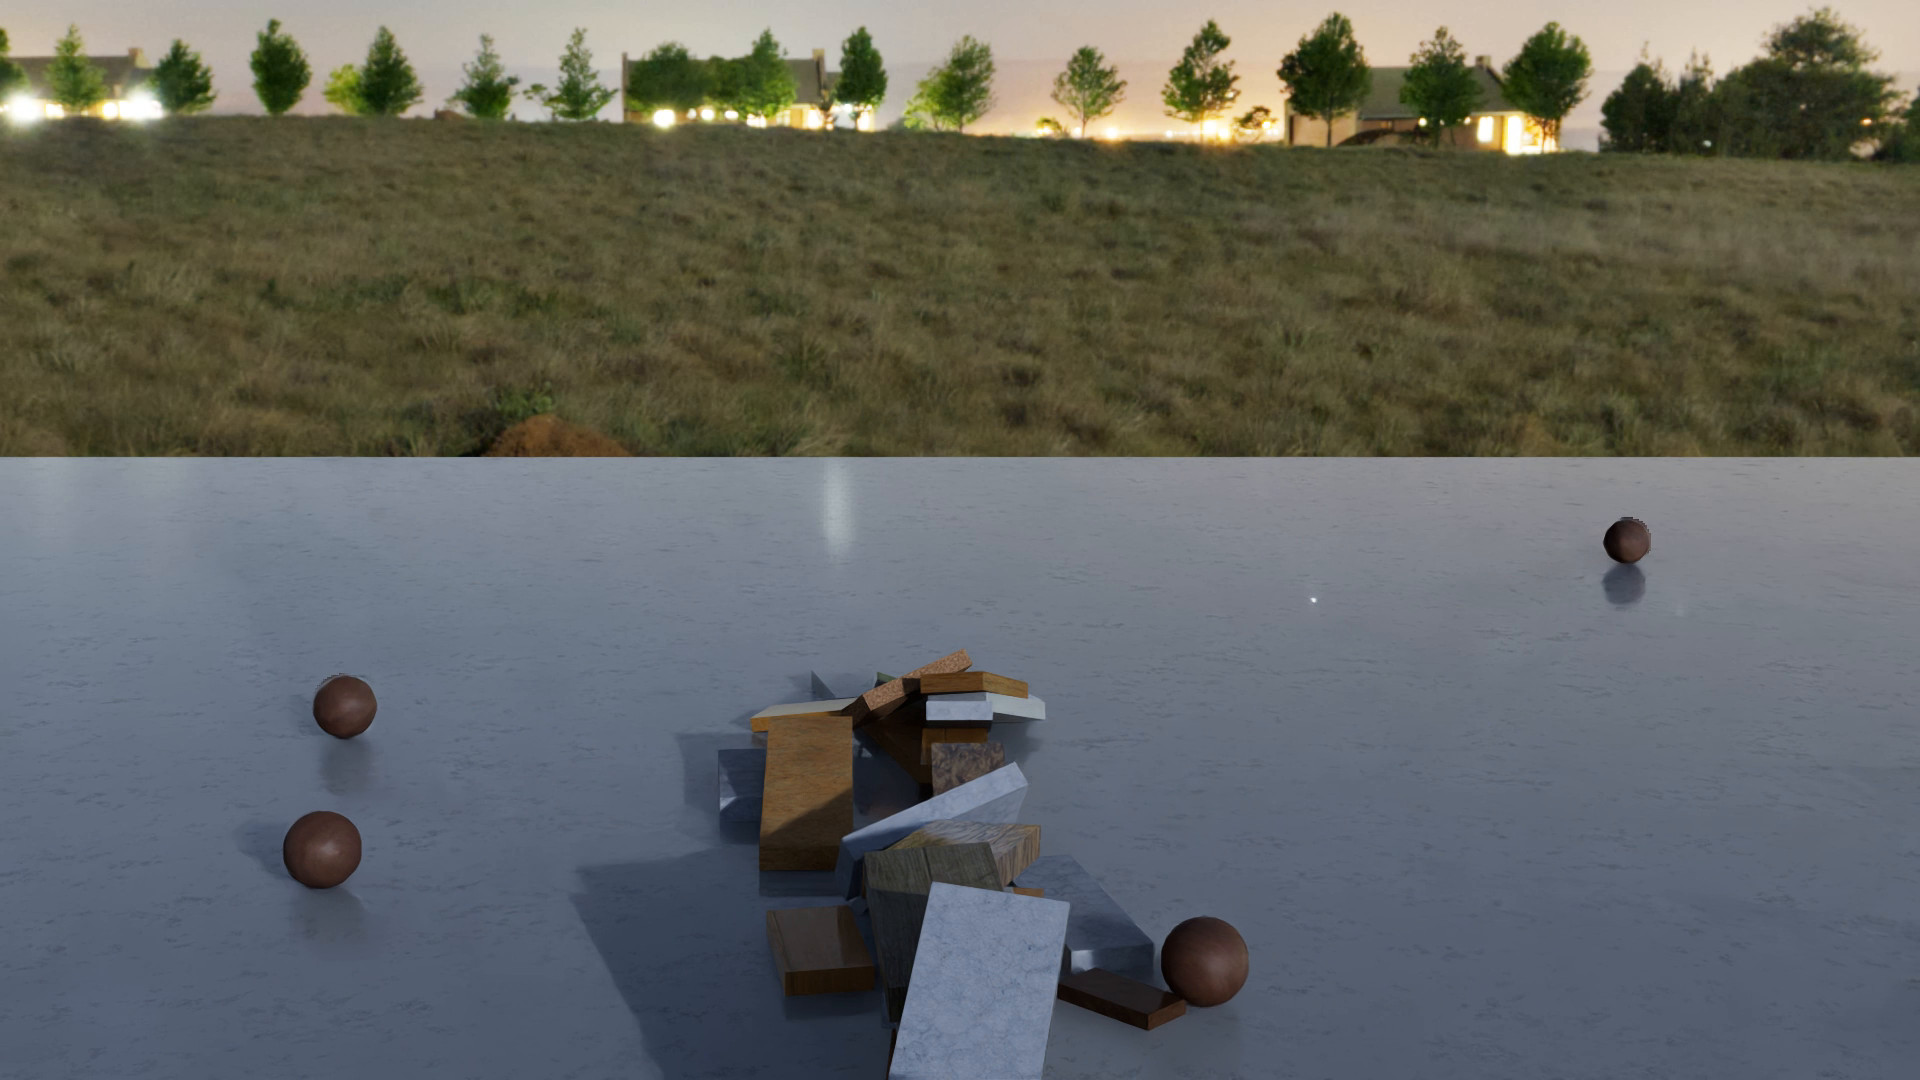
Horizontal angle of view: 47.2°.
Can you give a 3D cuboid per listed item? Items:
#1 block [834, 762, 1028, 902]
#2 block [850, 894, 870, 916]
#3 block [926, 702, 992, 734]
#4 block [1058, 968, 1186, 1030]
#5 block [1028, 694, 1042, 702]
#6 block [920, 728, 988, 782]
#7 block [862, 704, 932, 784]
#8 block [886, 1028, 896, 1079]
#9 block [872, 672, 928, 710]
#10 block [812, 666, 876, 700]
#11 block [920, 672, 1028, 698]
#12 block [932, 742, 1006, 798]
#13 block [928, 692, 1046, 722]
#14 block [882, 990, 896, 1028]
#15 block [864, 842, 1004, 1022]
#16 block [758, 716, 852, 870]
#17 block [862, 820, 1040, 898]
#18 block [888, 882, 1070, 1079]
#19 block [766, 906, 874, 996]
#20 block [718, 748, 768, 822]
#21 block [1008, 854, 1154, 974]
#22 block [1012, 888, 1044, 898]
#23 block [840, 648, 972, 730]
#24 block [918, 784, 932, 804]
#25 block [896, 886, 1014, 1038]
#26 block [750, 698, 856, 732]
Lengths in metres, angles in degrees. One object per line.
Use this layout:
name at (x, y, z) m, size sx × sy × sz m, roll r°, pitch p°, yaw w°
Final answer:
block at (-0.048, 0.481, 3.630) m, size 0.321 × 0.046 × 0.161 m, roll -21°, pitch -27°, yaw -21°
block at (-0.103, 0.536, 3.552) m, size 0.024 × 0.171 × 0.086 m, roll 47°, pitch 32°, yaw 9°
block at (-0.001, 0.354, 4.383) m, size 0.128 × 0.036 × 0.256 m, roll 0°, pitch -11°, yaw 0°
block at (0.234, 0.666, 3.195) m, size 0.171 × 0.024 × 0.085 m, roll 10°, pitch 14°, yaw 43°
block at (0.059, 0.343, 4.810) m, size 0.213 × 0.030 × 0.107 m, roll 5°, pitch -11°, yaw 27°
block at (-0.010, 0.418, 4.284) m, size 0.128 × 0.036 × 0.257 m, roll 0°, pitch 11°, yaw 0°
block at (-0.081, 0.415, 4.504) m, size 0.135 × 0.038 × 0.563 m, roll -3°, pitch 11°, yaw -17°
block at (-0.013, 0.746, 2.692) m, size 0.173 × 0.049 × 0.724 m, roll 0°, pitch 11°, yaw 1°
block at (-0.083, 0.338, 4.731) m, size 0.213 × 0.030 × 0.107 m, roll 19°, pitch 4°, yaw -4°
block at (-0.239, 0.336, 4.931) m, size 0.135 × 0.038 × 0.270 m, roll -3°, pitch 11°, yaw -15°
block at (0.032, 0.306, 4.545) m, size 0.135 × 0.038 × 0.270 m, roll -4°, pitch -10°, yaw 21°
block at (0.018, 0.445, 3.965) m, size 0.135 × 0.038 × 0.406 m, roll 0°, pitch 12°, yaw -1°
block at (0.058, 0.350, 4.581) m, size 0.135 × 0.038 × 0.270 m, roll -6°, pitch -11°, yaw 28°
block at (-0.011, 0.635, 3.085) m, size 0.166 × 0.047 × 0.331 m, roll 0°, pitch -3°, yaw 4°
block at (-0.023, 0.499, 2.836) m, size 0.172 × 0.049 × 0.344 m, roll -4°, pitch 21°, yaw -6°
block at (-0.278, 0.456, 4.035) m, size 0.161 × 0.046 × 0.549 m, roll 0°, pitch 19°, yaw -3°
block at (-0.004, 0.475, 3.269) m, size 0.172 × 0.049 × 0.466 m, roll 2°, pitch 1°, yaw 12°
block at (0.021, 0.566, 2.600) m, size 0.172 × 0.049 × 0.344 m, roll 8°, pitch 44°, yaw 6°
block at (-0.217, 0.626, 3.370) m, size 0.132 × 0.037 × 0.265 m, roll -2°, pitch 11°, yaw -11°
block at (-0.381, 0.466, 4.214) m, size 0.161 × 0.046 × 0.321 m, roll -1°, pitch 11°, yaw -7°
block at (0.178, 0.596, 3.534) m, size 0.132 × 0.037 × 0.434 m, roll -3°, pitch 11°, yaw -14°
block at (0.015, 0.556, 3.032) m, size 0.166 × 0.047 × 0.331 m, roll 1°, pitch 11°, yaw 8°
block at (-0.114, 0.314, 4.579) m, size 0.270 × 0.038 × 0.135 m, roll -22°, pitch -13°, yaw -34°
block at (-0.014, 0.502, 4.043) m, size 0.128 × 0.036 × 0.256 m, roll 0°, pitch 11°, yaw 0°
block at (-0.001, 0.557, 2.818) m, size 0.173 × 0.049 × 0.346 m, roll -3°, pitch 21°, yaw -4°
block at (-0.325, 0.370, 4.664) m, size 0.213 × 0.030 × 0.107 m, roll -7°, pitch 8°, yaw 22°
